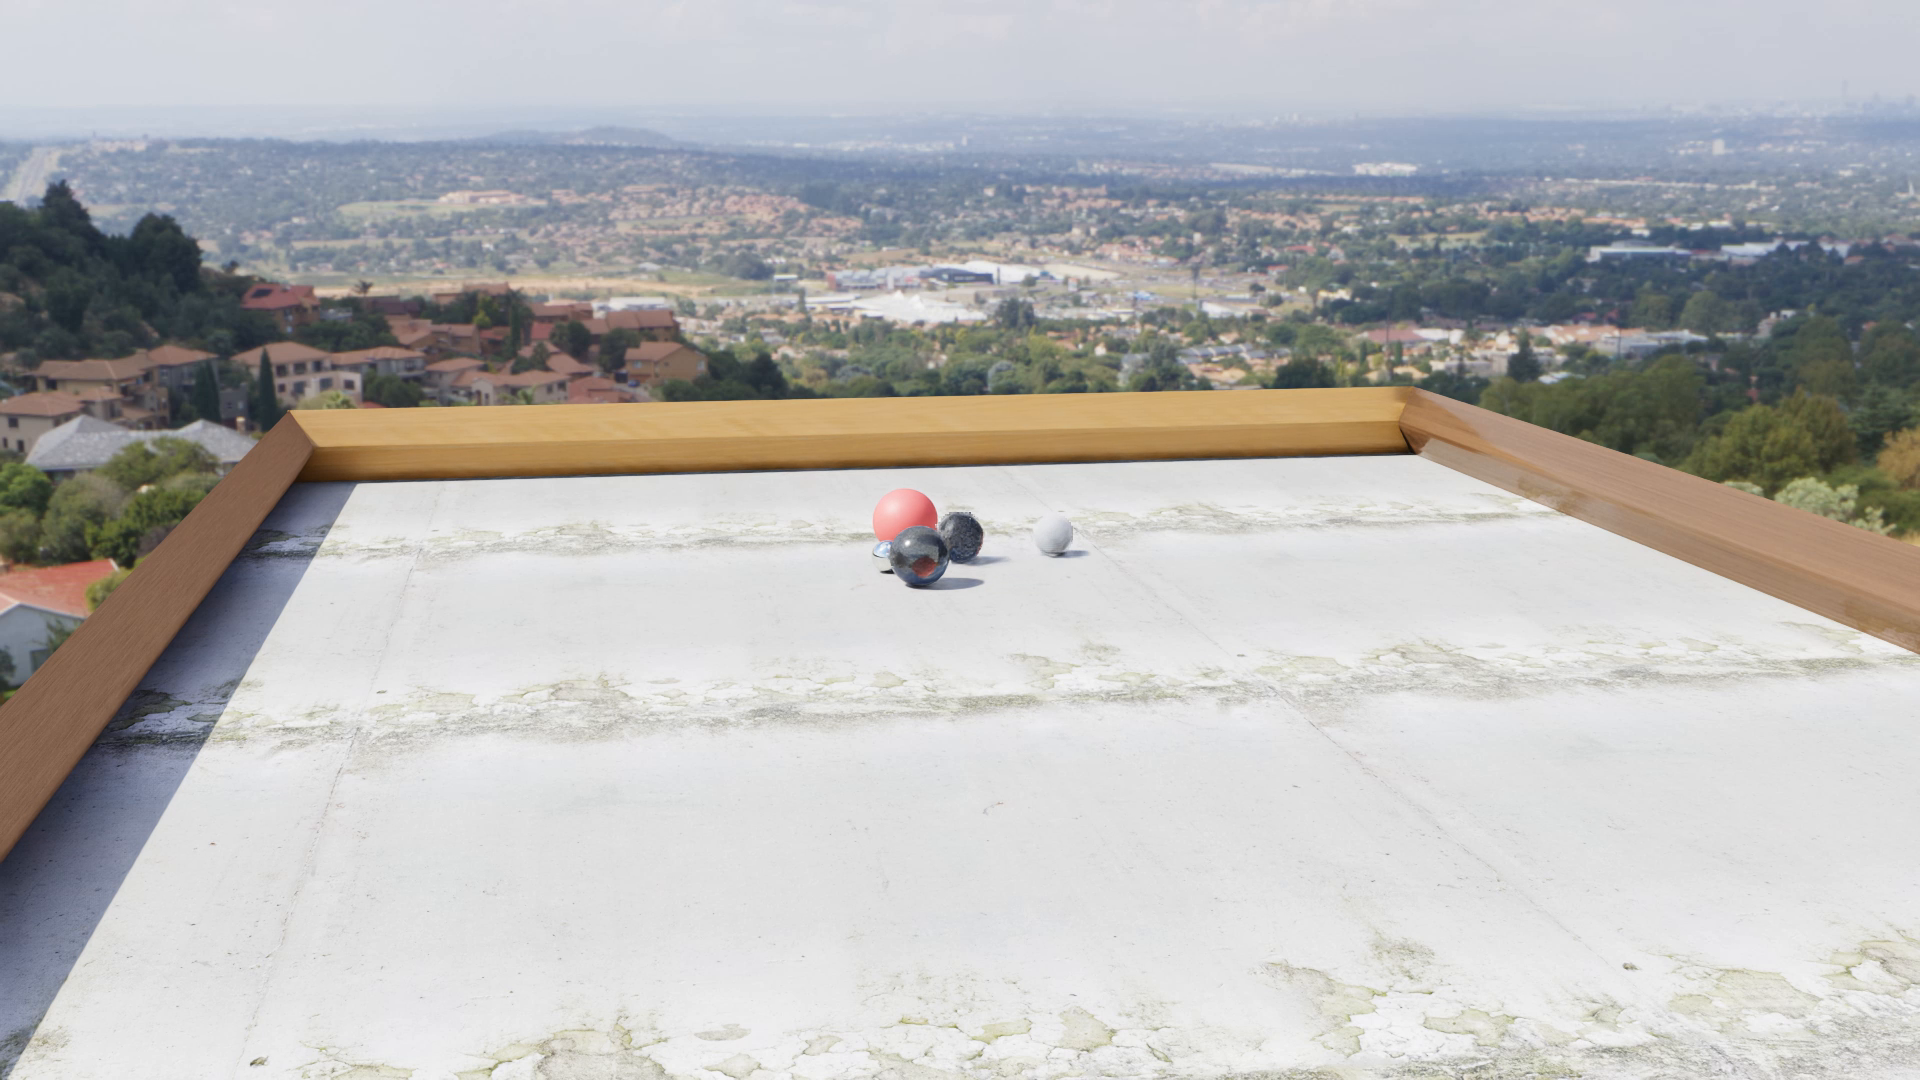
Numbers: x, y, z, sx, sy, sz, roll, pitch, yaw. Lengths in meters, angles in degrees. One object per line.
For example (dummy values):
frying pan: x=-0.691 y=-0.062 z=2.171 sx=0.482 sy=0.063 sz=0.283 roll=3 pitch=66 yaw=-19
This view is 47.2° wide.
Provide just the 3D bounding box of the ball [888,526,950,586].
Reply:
ball: x=-0.056 y=0.022 z=3.021 sx=0.084 sy=0.084 sz=0.084 roll=0 pitch=11 yaw=0

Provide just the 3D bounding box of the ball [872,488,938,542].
ball: x=-0.081 y=-0.028 z=3.244 sx=0.097 sy=0.097 sz=0.097 roll=0 pitch=11 yaw=0

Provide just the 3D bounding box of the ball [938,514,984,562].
ball: x=-0.001 y=-0.003 z=3.186 sx=0.070 sy=0.070 sz=0.070 roll=0 pitch=11 yaw=0

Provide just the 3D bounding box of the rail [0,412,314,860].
rail: x=-0.847 y=0.172 z=2.116 sx=0.045 sy=0.126 sz=3.655 roll=-2 pitch=11 yaw=-10

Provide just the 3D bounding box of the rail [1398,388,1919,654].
rail: x=1.159 y=0.107 z=2.458 sx=0.045 sy=0.126 sz=3.655 roll=-2 pitch=11 yaw=-10

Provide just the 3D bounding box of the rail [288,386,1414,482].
rail: x=-0.152 y=-0.194 z=4.033 sx=2.084 sy=0.126 sz=0.045 roll=-2 pitch=11 yaw=-10

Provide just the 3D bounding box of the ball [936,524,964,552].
ball: x=-0.014 y=-0.003 z=3.261 sx=0.042 sy=0.042 sz=0.042 roll=0 pitch=11 yaw=0

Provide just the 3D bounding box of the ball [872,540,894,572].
ball: x=-0.102 y=0.023 z=3.115 sx=0.046 sy=0.046 sz=0.046 roll=0 pitch=11 yaw=0

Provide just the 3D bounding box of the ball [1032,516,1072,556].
ball: x=0.135 y=-0.006 z=3.237 sx=0.058 sy=0.058 sz=0.058 roll=0 pitch=11 yaw=0
